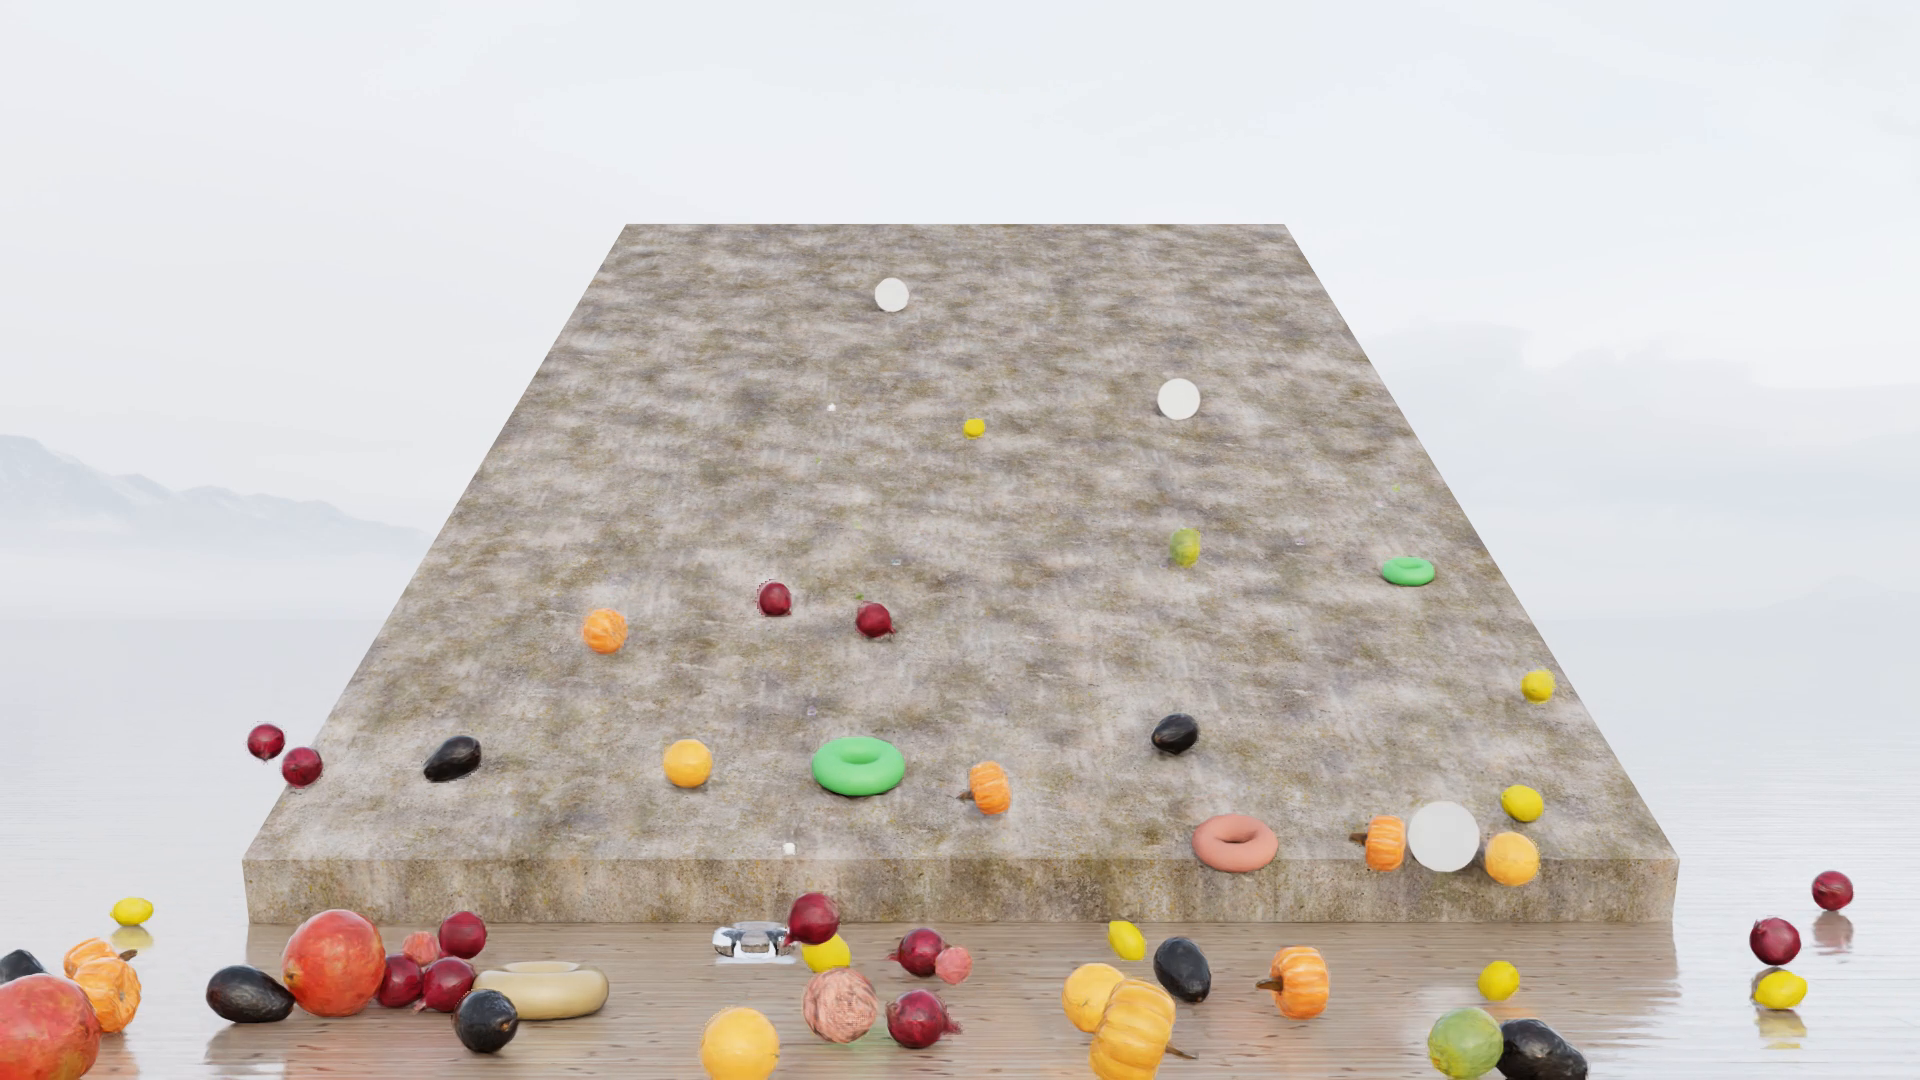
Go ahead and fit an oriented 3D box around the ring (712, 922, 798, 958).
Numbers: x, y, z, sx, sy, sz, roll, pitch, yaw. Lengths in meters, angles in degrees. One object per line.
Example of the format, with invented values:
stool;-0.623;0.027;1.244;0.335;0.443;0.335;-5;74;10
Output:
ring;-0.262;0.511;2.904;0.109;0.036;0.109;0;-1;0

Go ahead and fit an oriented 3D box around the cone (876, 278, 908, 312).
cone;-0.186;-0.634;5.979;0.089;0.089;0.089;0;-7;-11

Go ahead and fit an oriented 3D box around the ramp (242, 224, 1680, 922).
ramp;-0.005;-0.211;5.053;2.000;0.100;4.000;0;21;0

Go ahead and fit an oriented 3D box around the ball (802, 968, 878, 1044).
ball;-0.120;0.469;2.293;0.075;0.075;0.075;0;-2;0

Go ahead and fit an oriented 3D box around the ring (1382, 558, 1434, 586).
ring;0.818;0.057;4.154;0.094;0.031;0.094;-1;20;0

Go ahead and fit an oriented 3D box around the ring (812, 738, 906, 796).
ring;-0.151;0.336;3.384;0.140;0.047;0.140;1;21;-1

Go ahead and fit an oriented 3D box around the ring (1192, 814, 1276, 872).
ring;0.382;0.422;3.167;0.118;0.039;0.118;-1;24;0

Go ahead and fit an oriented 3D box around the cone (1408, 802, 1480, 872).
cone;0.671;0.413;3.184;0.097;0.097;0.097;0;-6;5

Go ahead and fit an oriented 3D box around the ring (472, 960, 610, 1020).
ring;-0.457;0.491;2.480;0.148;0.049;0.148;0;-3;0
